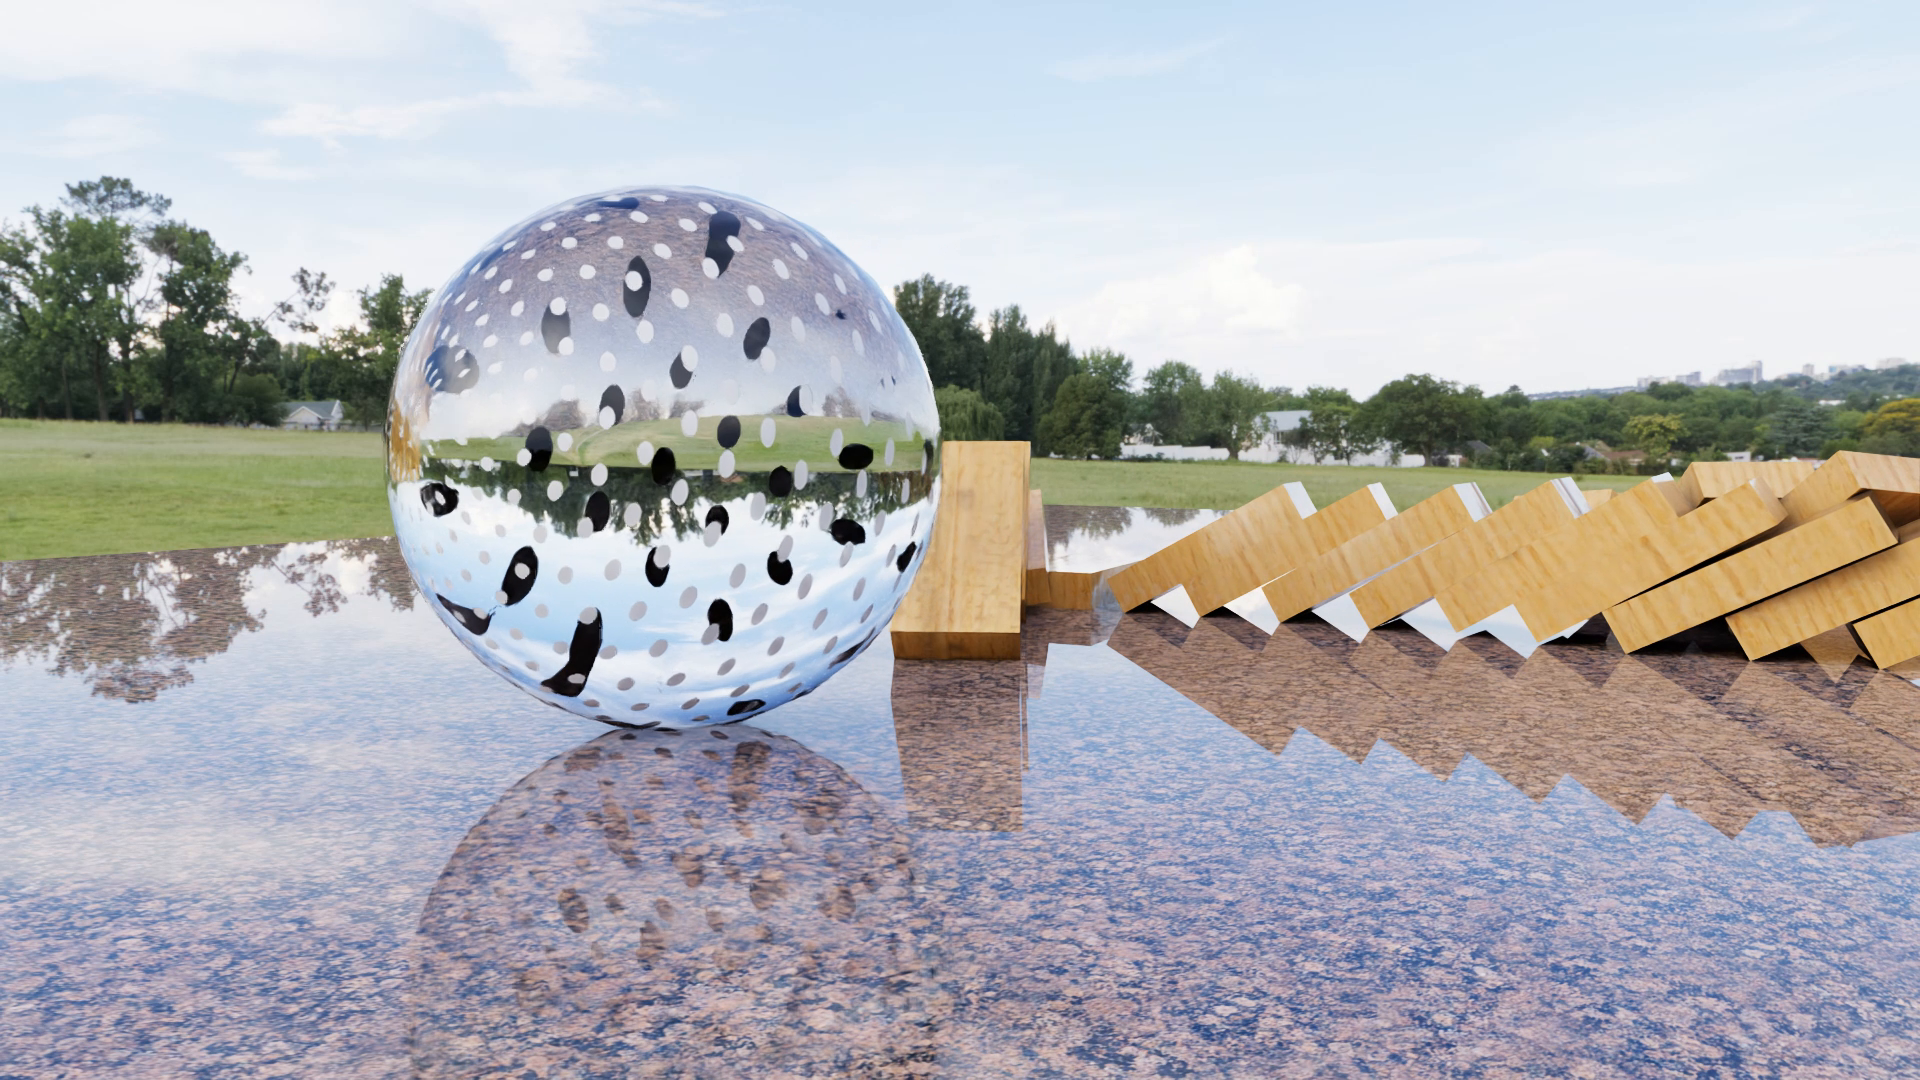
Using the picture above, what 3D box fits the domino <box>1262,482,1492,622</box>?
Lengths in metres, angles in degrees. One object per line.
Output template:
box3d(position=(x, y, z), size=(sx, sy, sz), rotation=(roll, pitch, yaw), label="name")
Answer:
box3d(position=(0.099, 0.003, 0.304), size=(0.050, 0.010, 0.025), rotation=(-33, -14, 30), label="domino")

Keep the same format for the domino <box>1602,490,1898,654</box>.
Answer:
box3d(position=(0.158, 0.007, 0.257), size=(0.050, 0.009, 0.025), rotation=(-33, -14, 34), label="domino")

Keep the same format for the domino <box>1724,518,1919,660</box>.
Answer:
box3d(position=(0.178, 0.007, 0.252), size=(0.050, 0.010, 0.025), rotation=(-31, -10, 26), label="domino")

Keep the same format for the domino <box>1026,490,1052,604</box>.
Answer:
box3d(position=(0.010, 0.002, 0.340), size=(0.025, 0.010, 0.050), rotation=(-8, 24, 5), label="domino")

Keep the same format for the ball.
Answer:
box3d(position=(-0.042, -0.012, 0.192), size=(0.080, 0.080, 0.080), rotation=(0, 4, 0), label="ball")

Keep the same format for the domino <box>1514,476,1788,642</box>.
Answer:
box3d(position=(0.144, 0.004, 0.269), size=(0.050, 0.009, 0.025), rotation=(-37, -16, 33), label="domino")

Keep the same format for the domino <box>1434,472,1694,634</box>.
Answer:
box3d(position=(0.132, 0.003, 0.281), size=(0.050, 0.010, 0.025), rotation=(-37, -16, 33), label="domino")

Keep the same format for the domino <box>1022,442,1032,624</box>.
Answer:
box3d(position=(0.004, -0.003, 0.317), size=(0.025, 0.050, 0.009), rotation=(0, -39, 5), label="domino")

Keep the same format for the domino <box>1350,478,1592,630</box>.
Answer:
box3d(position=(0.116, 0.003, 0.292), size=(0.050, 0.010, 0.025), rotation=(-36, -16, 31), label="domino")

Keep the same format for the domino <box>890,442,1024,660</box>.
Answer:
box3d(position=(0.000, 0.001, 0.266), size=(0.025, 0.050, 0.009), rotation=(0, -39, 4), label="domino")

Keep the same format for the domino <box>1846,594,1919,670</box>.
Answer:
box3d(position=(0.196, 0.008, 0.243), size=(0.050, 0.009, 0.025), rotation=(-31, -9, 27), label="domino")

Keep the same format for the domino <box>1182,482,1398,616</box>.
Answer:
box3d(position=(0.082, 0.002, 0.317), size=(0.050, 0.009, 0.025), rotation=(-30, -9, 23), label="domino")

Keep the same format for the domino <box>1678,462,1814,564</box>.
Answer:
box3d(position=(0.173, 0.001, 0.296), size=(0.025, 0.010, 0.050), rotation=(0, -34, 4), label="domino")

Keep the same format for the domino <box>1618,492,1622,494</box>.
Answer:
box3d(position=(0.185, 0.002, 0.338), size=(0.050, 0.009, 0.025), rotation=(28, -17, -37), label="domino")

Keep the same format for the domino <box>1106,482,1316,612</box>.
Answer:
box3d(position=(0.064, 0.002, 0.325), size=(0.050, 0.010, 0.025), rotation=(-30, -8, 23), label="domino")

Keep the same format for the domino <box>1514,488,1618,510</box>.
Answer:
box3d(position=(0.165, 0.002, 0.324), size=(0.050, 0.010, 0.025), rotation=(26, -16, -30), label="domino")

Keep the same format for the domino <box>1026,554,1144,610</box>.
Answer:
box3d(position=(0.033, 0.011, 0.356), size=(0.025, 0.009, 0.050), rotation=(2, 5, 26), label="domino")

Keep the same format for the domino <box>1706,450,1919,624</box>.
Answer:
box3d(position=(0.185, 0.001, 0.278), size=(0.025, 0.009, 0.050), rotation=(4, -36, -12), label="domino")
